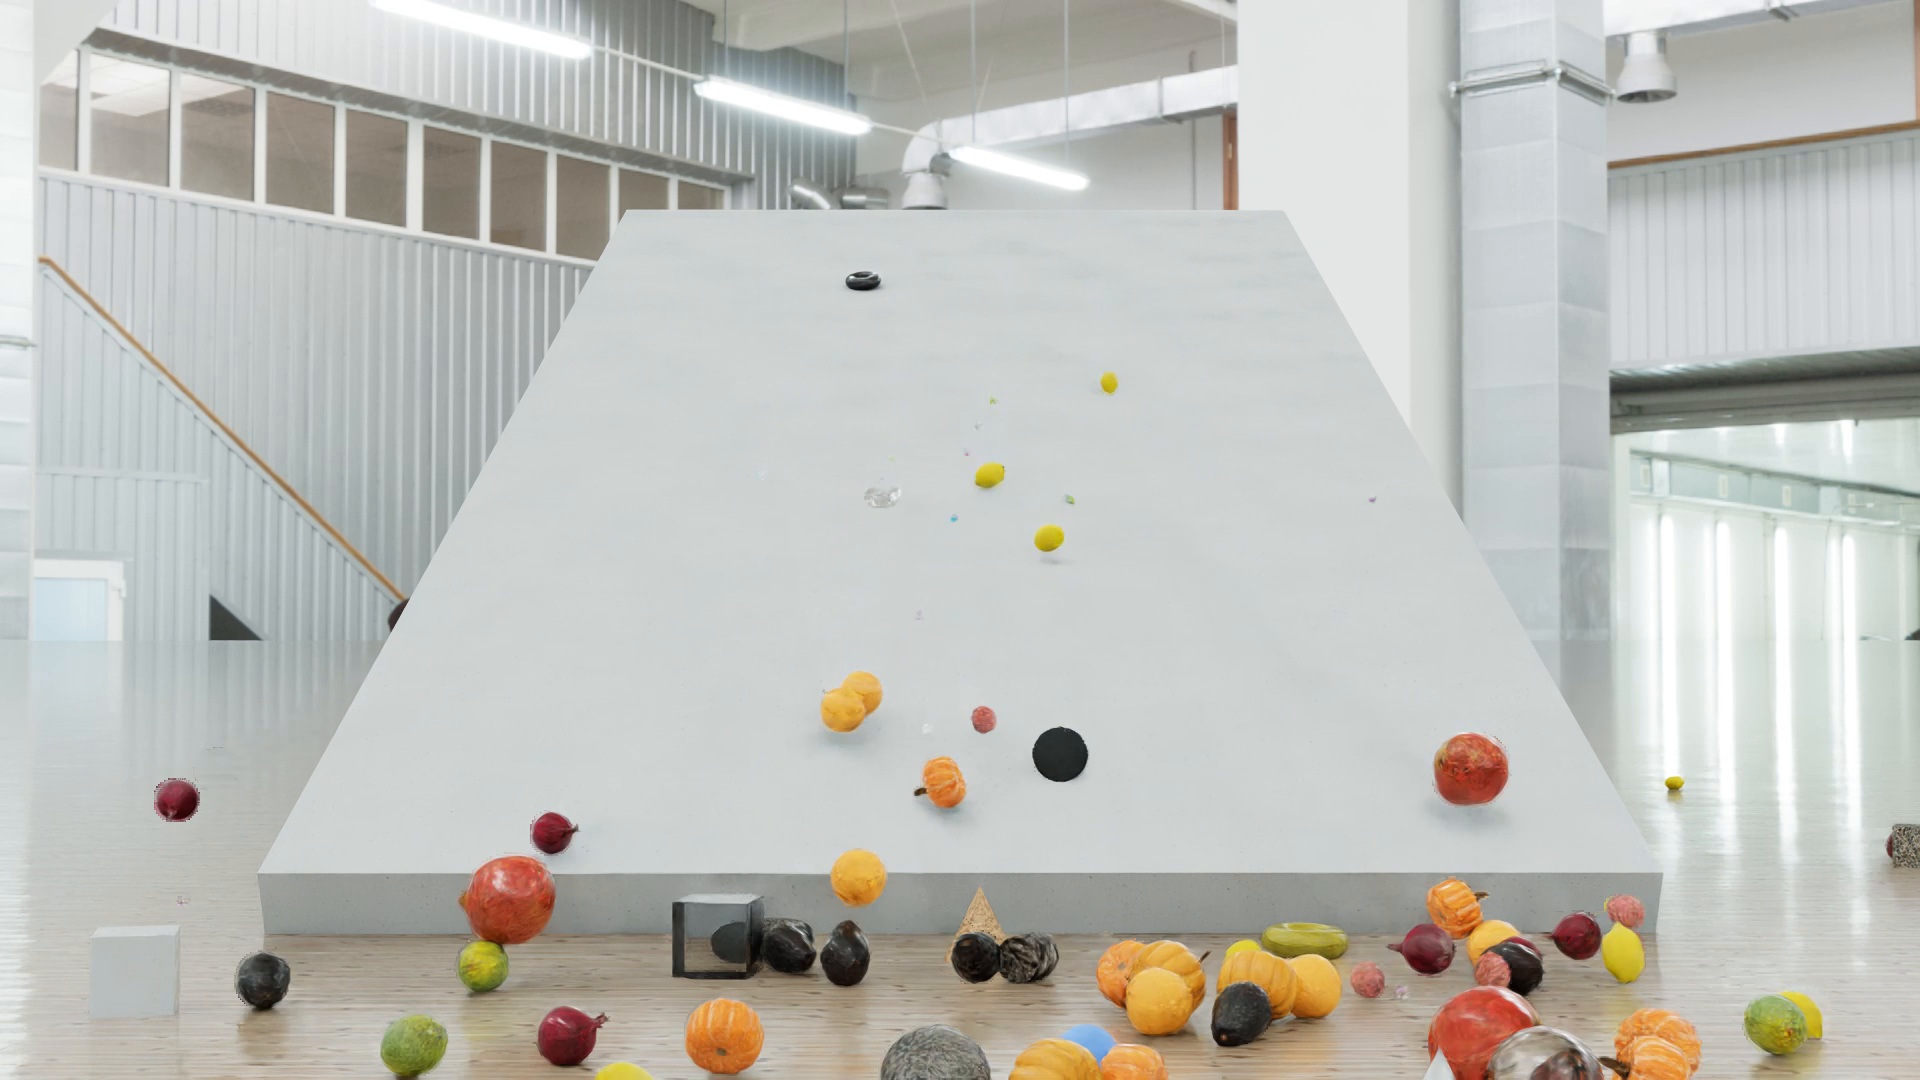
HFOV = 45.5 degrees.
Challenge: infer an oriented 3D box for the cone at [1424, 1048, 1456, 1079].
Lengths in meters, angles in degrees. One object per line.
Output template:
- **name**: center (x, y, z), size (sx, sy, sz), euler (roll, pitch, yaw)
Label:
- **cone**: center (0.410, 0.473, 1.960), size (0.078, 0.078, 0.078), euler (0, -2, 0)

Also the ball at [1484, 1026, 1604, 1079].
- **ball**: center (0.492, 0.460, 1.931), size (0.100, 0.100, 0.100), euler (0, -2, 0)

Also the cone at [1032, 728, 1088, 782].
- **cone**: center (0.155, 0.333, 3.562), size (0.085, 0.085, 0.085), euler (0, -5, 1)

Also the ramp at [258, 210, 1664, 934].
- **ramp**: center (-0.006, -0.219, 5.136), size (2.000, 0.100, 4.000), euler (0, 22, 0)

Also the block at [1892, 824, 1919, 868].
- **block**: center (1.775, 0.568, 4.253), size (0.075, 0.075, 0.075), euler (-1, -3, 27)

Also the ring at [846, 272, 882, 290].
- **ring**: center (-0.260, -0.697, 6.157), size (0.098, 0.033, 0.098), euler (-3, 23, 1)

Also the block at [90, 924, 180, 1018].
- **block**: center (-0.945, 0.494, 2.628), size (0.090, 0.090, 0.090), euler (1, -2, -15)

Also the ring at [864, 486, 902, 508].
- **ring**: center (-0.157, -0.088, 4.637), size (0.078, 0.026, 0.078), euler (-1, 23, 0)

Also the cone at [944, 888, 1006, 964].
- **cone**: center (0.027, 0.507, 3.040), size (0.097, 0.097, 0.097), euler (0, -2, 0)

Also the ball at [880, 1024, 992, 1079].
- **ball**: center (-0.021, 0.463, 1.957), size (0.096, 0.096, 0.096), euler (0, -2, 0)

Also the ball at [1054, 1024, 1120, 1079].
- **ball**: center (0.120, 0.489, 2.164), size (0.062, 0.062, 0.062), euler (0, -2, 0)

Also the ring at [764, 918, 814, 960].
- **ring**: center (-0.261, 0.536, 3.082), size (0.131, 0.044, 0.131), euler (0, -1, 0)

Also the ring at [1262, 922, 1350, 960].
- **ring**: center (0.463, 0.538, 3.072), size (0.117, 0.039, 0.117), euler (1, -1, 0)

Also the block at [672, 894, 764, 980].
- **block**: center (-0.306, 0.503, 2.910), size (0.095, 0.095, 0.095), euler (0, -2, 8)
